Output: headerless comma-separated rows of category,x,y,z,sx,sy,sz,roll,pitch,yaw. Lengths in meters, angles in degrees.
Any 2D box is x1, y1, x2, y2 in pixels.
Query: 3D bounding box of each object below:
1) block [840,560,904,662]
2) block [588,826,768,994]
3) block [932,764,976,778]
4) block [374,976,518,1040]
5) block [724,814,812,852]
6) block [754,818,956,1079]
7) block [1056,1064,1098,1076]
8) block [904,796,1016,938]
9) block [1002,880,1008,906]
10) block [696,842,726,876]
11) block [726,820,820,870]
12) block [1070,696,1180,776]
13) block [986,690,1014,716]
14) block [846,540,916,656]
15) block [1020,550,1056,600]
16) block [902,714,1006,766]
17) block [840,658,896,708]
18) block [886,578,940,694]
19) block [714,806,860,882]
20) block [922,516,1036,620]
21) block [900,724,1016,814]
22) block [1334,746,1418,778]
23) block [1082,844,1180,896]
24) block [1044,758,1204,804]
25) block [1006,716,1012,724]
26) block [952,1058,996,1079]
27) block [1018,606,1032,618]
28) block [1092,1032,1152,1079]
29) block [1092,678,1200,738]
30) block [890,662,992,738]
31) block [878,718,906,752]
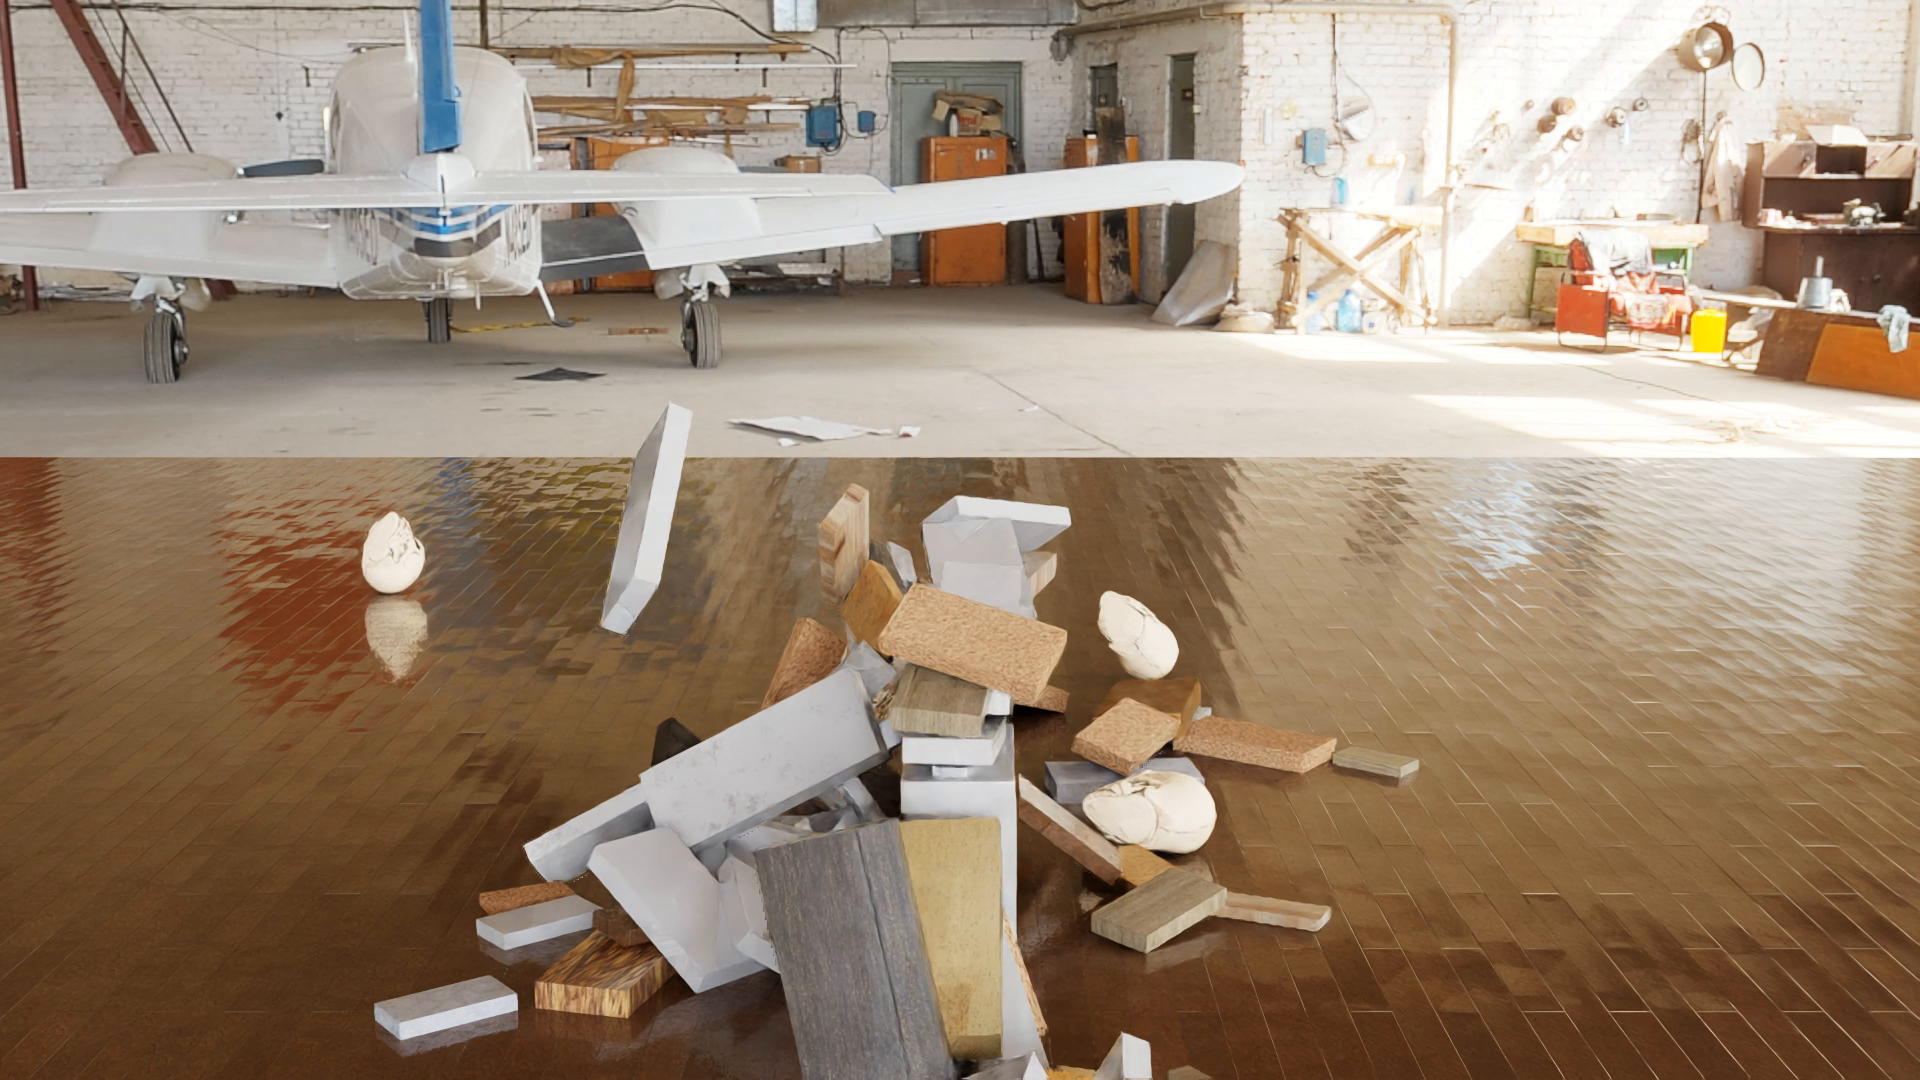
block,-0.149,0.129,3.928,0.032,0.112,0.225,26,12,-25
block,-0.424,0.559,3.352,0.144,0.041,0.288,-11,44,-46
block,-0.004,0.316,3.116,0.049,0.014,0.097,2,10,13
block,-0.739,0.671,3.163,0.179,0.025,0.090,-8,13,-36
block,-0.345,0.496,3.681,0.099,0.028,0.199,-34,18,-35
block,-0.126,0.532,2.688,0.175,0.351,0.050,-13,-3,6
block,0.159,0.700,2.742,0.057,0.016,0.114,13,21,-18
block,0.001,0.525,3.144,0.158,0.317,0.045,0,8,0
block,0.026,0.469,3.010,0.064,0.018,0.129,-6,16,-2
block,-0.462,0.535,3.604,0.163,0.081,0.023,-24,22,-18
block,-0.242,0.543,3.485,0.310,0.155,0.044,8,4,36
block,0.325,0.382,4.298,0.122,0.034,0.243,23,24,21
block,0.015,0.244,3.308,0.125,0.035,0.257,1,-5,3
block,-0.154,0.120,4.247,0.051,0.180,0.359,29,7,-8
block,0.072,0.080,4.497,0.180,0.051,0.360,3,11,14
block,-0.006,0.284,3.152,0.125,0.035,0.250,1,3,5
block,-0.220,0.321,4.996,0.319,0.045,0.159,8,13,36
block,-0.087,0.172,3.977,0.051,0.180,0.359,29,2,-5
block,-0.305,0.516,3.691,0.253,0.036,0.126,-17,14,23
block,0.034,0.074,4.289,0.180,0.051,0.414,-5,27,-3
block,0.000,0.330,3.208,0.158,0.045,0.317,0,10,1
block,0.832,0.443,4.401,0.150,0.021,0.075,9,14,39
block,0.304,0.566,3.713,0.108,0.031,0.216,-5,11,-24
block,0.315,0.463,4.241,0.285,0.040,0.143,-1,11,-7
block,0.002,0.279,3.521,0.155,0.044,0.310,0,11,0
block,0.020,0.695,2.910,0.057,0.016,0.114,15,37,12
block,0.058,0.161,3.317,0.102,0.029,0.203,1,28,1
block,0.167,0.659,2.367,0.034,0.121,0.242,22,27,-10
block,0.395,0.353,4.616,0.180,0.051,0.360,-3,7,13
block,-0.017,0.203,3.145,0.125,0.035,0.250,5,24,6
block,-0.184,0.406,4.269,0.180,0.051,0.359,-33,-5,26
